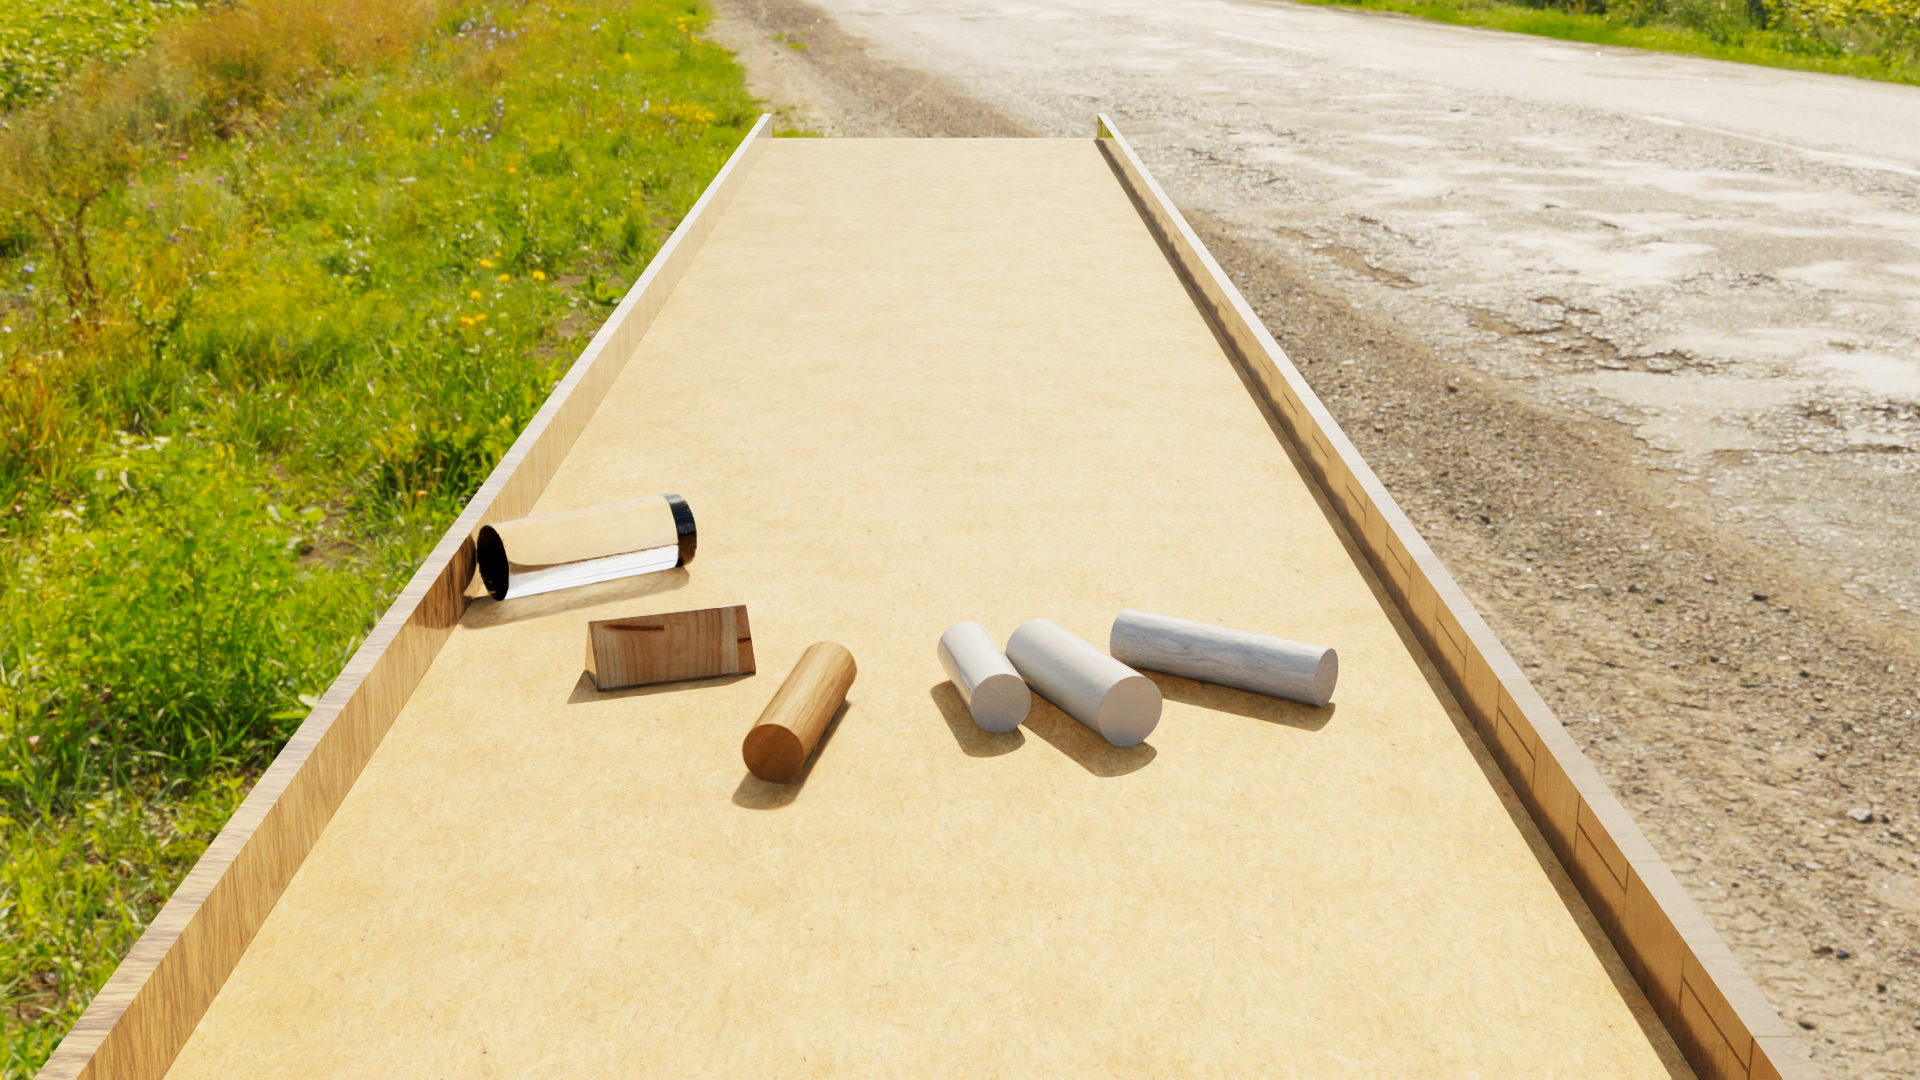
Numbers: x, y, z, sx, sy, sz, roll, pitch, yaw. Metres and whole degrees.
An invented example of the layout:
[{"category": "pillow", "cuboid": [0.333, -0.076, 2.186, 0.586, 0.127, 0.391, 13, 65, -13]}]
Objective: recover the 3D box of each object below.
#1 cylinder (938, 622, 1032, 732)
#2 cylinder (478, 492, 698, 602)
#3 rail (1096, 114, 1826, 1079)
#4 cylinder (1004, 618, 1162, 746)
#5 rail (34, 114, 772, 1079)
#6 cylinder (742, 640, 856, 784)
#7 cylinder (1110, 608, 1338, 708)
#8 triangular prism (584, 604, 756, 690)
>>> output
[{"category": "cylinder", "cuboid": [0.043, 0.256, 4.162, 0.115, 0.115, 0.303, -3, 17, -12]}, {"category": "cylinder", "cuboid": [-0.826, 0.012, 4.889, 0.455, 0.169, 0.169, -11, 20, -34]}, {"category": "rail", "cuboid": [0.932, -0.844, 7.801, 0.050, 0.150, 12.000, 0, 17, -1]}, {"category": "cylinder", "cuboid": [0.226, 0.262, 4.110, 0.135, 0.135, 0.362, -8, 18, -25]}, {"category": "rail", "cuboid": [-1.118, -0.838, 7.780, 0.050, 0.150, 12.000, 0, 17, -1]}, {"category": "cylinder", "cuboid": [-0.287, 0.307, 4.000, 0.111, 0.111, 0.438, 3, 17, 9]}, {"category": "cylinder", "cuboid": [0.509, 0.226, 4.268, 0.438, 0.114, 0.114, 11, 20, 32]}, {"category": "triangular prism", "cuboid": [-0.573, 0.199, 4.333, 0.314, 0.121, 0.140, -6, 17, -19]}]
